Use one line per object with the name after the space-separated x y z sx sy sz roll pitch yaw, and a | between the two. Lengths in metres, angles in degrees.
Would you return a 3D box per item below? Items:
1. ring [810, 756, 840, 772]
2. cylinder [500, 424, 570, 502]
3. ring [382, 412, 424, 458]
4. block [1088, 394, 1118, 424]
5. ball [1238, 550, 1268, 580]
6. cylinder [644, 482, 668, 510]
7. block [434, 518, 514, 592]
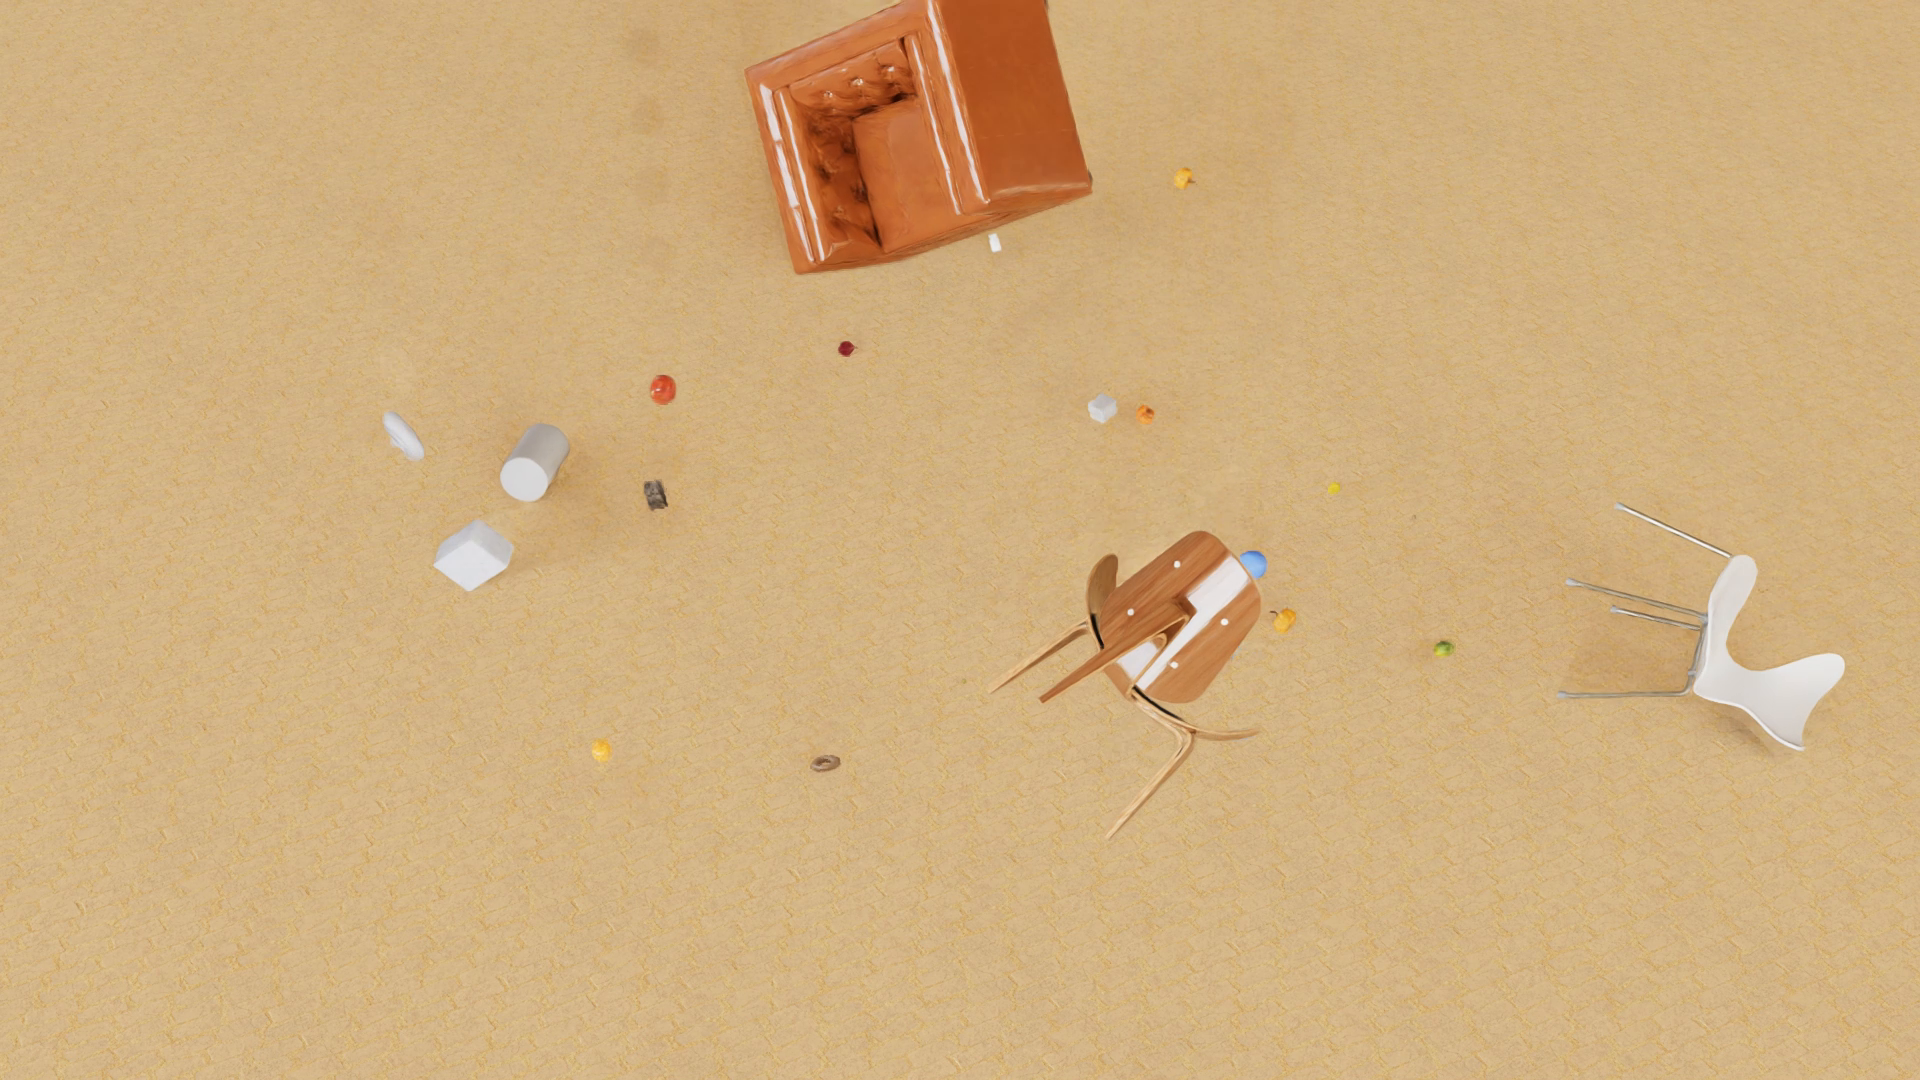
-0.449 0.746 9.770 0.101 0.036 0.053 -9 62 -8 | ring
-1.625 -0.297 11.220 0.183 0.199 0.257 36 34 -10 | cylinder
-2.158 -0.407 11.370 0.066 0.217 0.217 -41 82 -14 | ring
0.568 -0.524 11.667 0.075 0.066 0.084 27 53 35 | block
1.069 0.091 10.708 0.109 0.109 0.109 0 33 0 | ball
-1.151 -0.167 11.083 0.061 0.116 0.062 -12 36 4 | cylinder
-1.758 0.055 10.599 0.213 0.173 0.112 -31 34 32 | block
